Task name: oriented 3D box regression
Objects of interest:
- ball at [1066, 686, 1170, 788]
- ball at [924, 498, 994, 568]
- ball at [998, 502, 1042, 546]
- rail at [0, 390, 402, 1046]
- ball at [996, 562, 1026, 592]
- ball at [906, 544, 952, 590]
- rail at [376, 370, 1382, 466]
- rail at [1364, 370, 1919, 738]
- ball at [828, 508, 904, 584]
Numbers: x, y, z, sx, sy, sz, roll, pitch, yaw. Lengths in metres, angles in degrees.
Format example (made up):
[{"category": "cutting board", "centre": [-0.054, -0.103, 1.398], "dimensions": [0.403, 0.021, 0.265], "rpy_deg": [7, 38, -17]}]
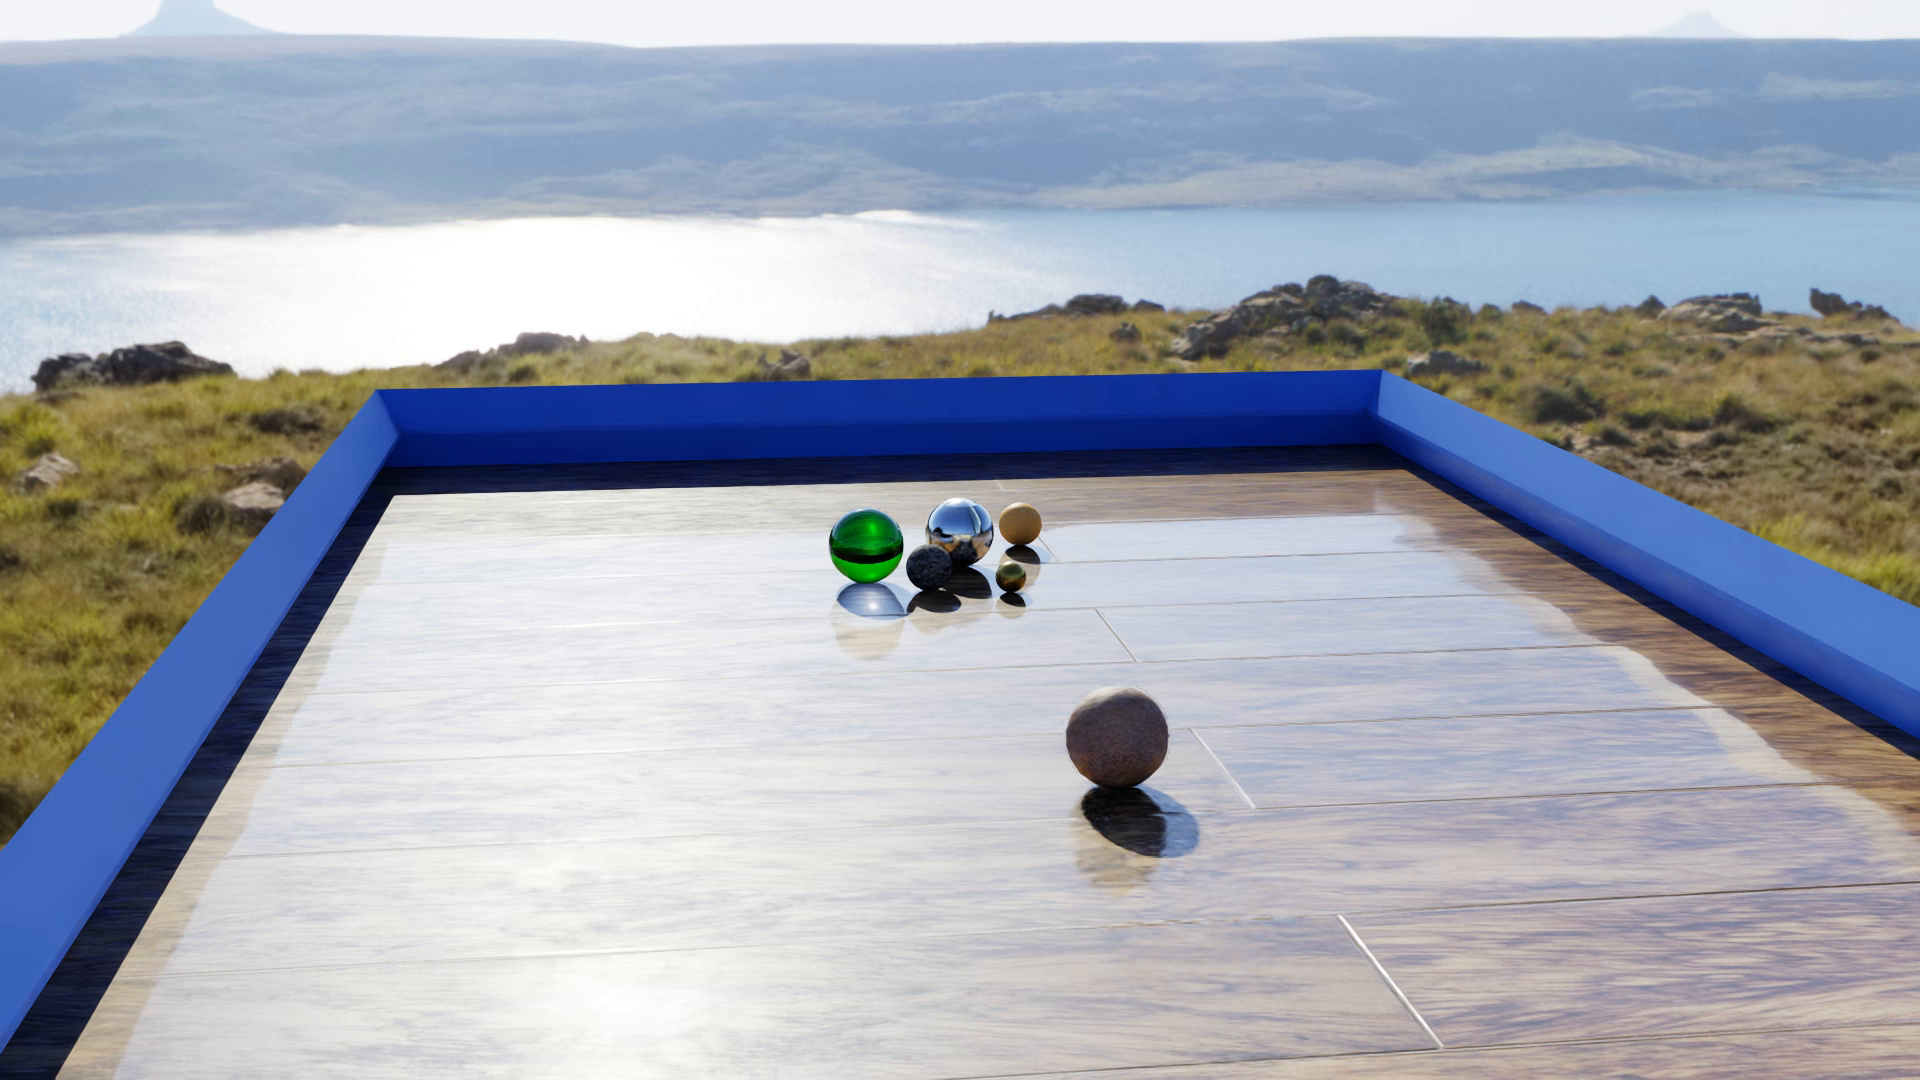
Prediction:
[{"category": "ball", "centre": [0.148, 0.186, 2.074], "dimensions": [0.097, 0.097, 0.097], "rpy_deg": [0, 13, 0]}, {"category": "ball", "centre": [-0.001, -0.010, 2.956], "dimensions": [0.093, 0.093, 0.093], "rpy_deg": [0, 13, 0]}, {"category": "ball", "centre": [0.084, -0.022, 3.084], "dimensions": [0.061, 0.061, 0.061], "rpy_deg": [0, 13, 0]}, {"category": "rail", "centre": [-0.720, 0.176, 2.040], "dimensions": [0.045, 0.129, 3.334], "rpy_deg": [-2, 13, -7]}, {"category": "ball", "centre": [0.065, 0.047, 2.821], "dimensions": [0.040, 0.040, 0.040], "rpy_deg": [0, 13, 0]}, {"category": "ball", "centre": [-0.040, 0.035, 2.829], "dimensions": [0.061, 0.061, 0.061], "rpy_deg": [0, 13, 0]}, {"category": "rail", "centre": [-0.108, -0.205, 3.739], "dimensions": [1.726, 0.129, 0.045], "rpy_deg": [-2, 13, -7]}, {"category": "rail", "centre": [0.943, 0.127, 2.259], "dimensions": [0.045, 0.129, 3.334], "rpy_deg": [-2, 13, -7]}, {"category": "ball", "centre": [-0.122, 0.007, 2.866], "dimensions": [0.099, 0.099, 0.099], "rpy_deg": [0, 13, 0]}]
